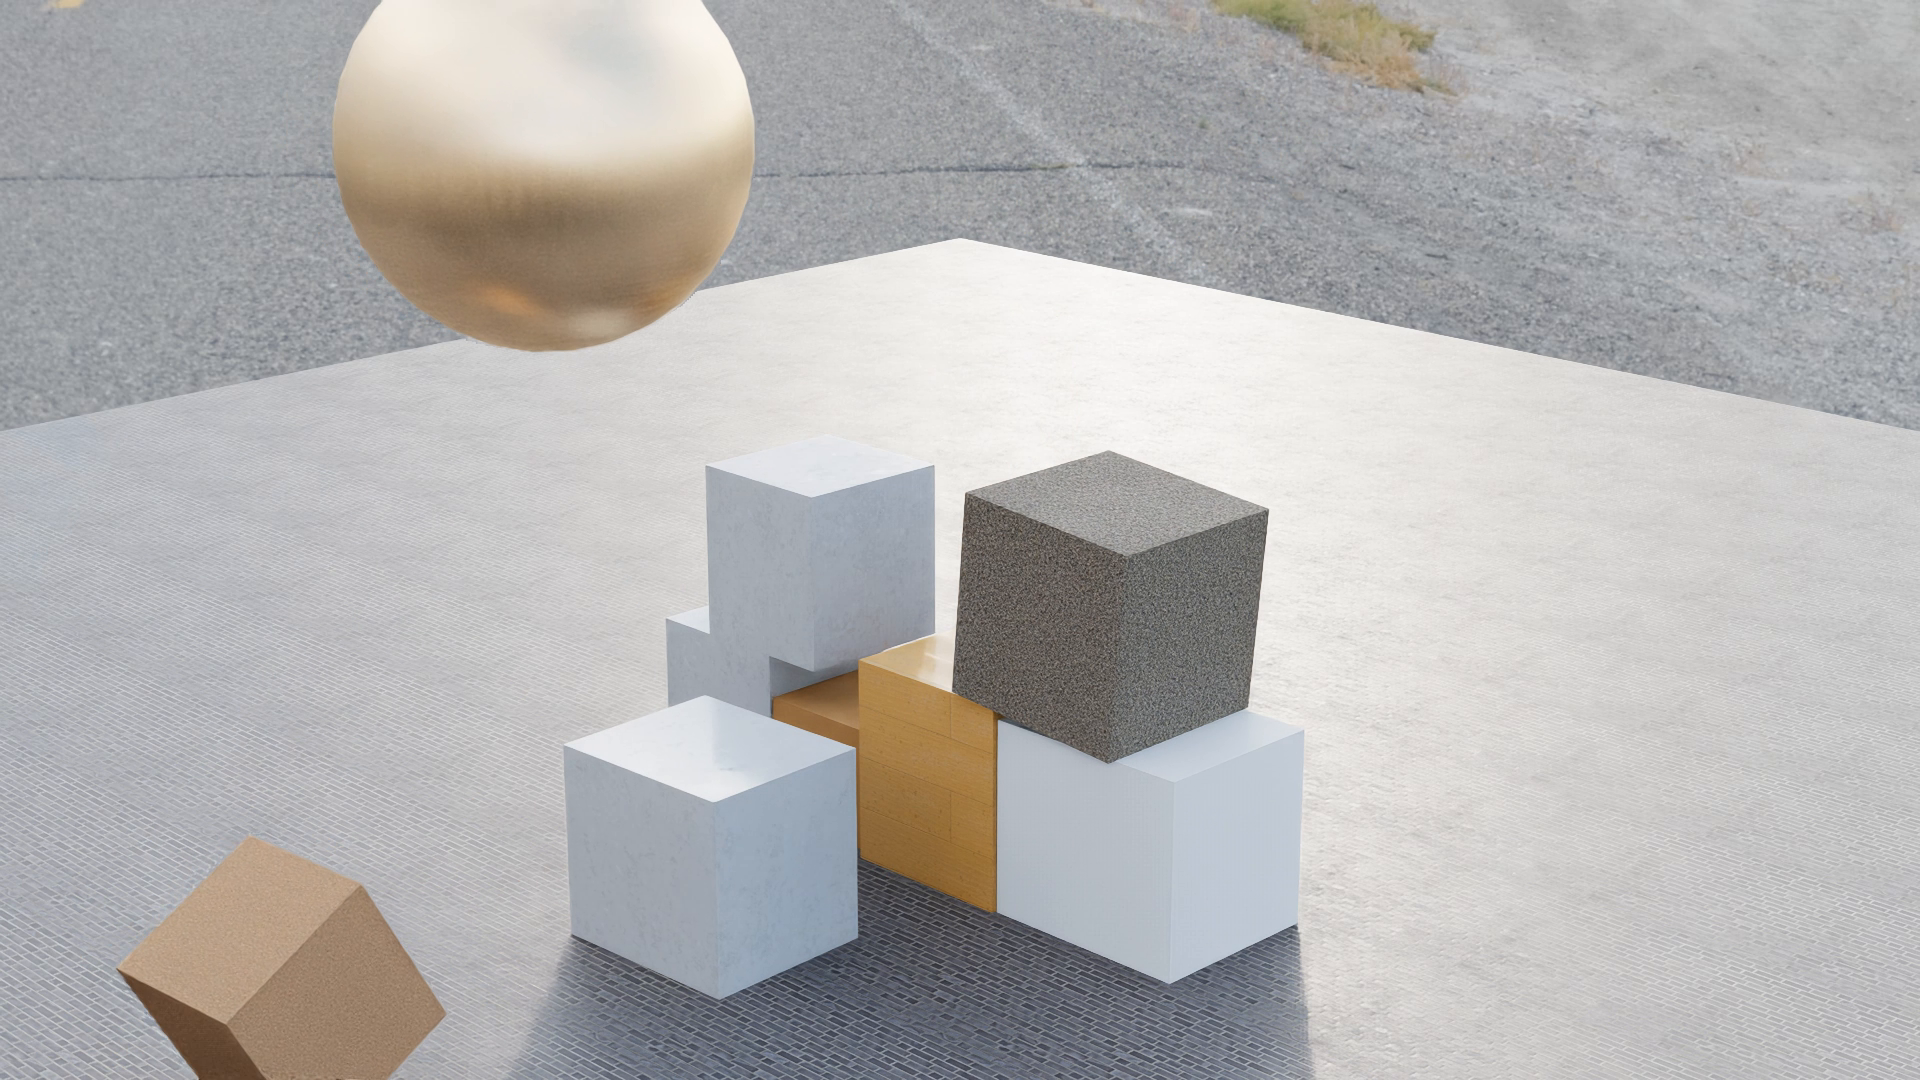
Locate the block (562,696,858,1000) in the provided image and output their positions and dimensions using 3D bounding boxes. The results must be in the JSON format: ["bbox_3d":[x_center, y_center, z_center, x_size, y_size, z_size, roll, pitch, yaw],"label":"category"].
[{"bbox_3d":[-1.075,1.308,12.700,0.953,0.889,0.824,16,23,40],"label":"block"}]

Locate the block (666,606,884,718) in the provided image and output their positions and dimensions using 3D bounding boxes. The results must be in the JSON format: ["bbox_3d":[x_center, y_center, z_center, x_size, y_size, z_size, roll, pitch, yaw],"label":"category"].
[{"bbox_3d":[-0.912,0.772,14.538,0.751,0.810,0.768,-17,24,-42],"label":"block"}]

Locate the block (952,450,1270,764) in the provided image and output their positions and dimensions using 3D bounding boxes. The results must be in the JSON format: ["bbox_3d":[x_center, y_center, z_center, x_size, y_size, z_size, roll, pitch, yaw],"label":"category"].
[{"bbox_3d":[0.647,0.267,12.744,0.925,0.937,0.929,22,28,40],"label":"block"}]

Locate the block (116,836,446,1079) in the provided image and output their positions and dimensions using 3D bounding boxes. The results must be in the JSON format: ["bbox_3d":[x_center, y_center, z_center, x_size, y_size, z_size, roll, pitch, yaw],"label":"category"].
[{"bbox_3d":[-2.577,1.722,11.179,0.695,0.763,0.717,15,51,39],"label":"block"}]

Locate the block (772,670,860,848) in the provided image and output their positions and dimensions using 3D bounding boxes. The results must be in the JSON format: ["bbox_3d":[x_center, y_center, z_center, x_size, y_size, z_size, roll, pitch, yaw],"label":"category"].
[{"bbox_3d":[-0.402,1.029,14.075,0.719,0.596,0.667,-17,24,-42],"label":"block"}]

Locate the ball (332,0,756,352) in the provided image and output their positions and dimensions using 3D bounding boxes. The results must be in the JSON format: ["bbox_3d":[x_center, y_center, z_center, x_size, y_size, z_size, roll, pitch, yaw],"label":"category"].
[{"bbox_3d":[-1.584,-1.519,11.204,1.600,1.600,1.600,0,17,0],"label":"ball"}]

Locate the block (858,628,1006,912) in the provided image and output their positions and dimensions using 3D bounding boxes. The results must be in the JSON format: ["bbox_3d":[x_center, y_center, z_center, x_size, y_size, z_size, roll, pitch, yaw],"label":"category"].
[{"bbox_3d":[0.156,1.010,13.501,0.889,0.978,0.861,-17,24,-42],"label":"block"}]

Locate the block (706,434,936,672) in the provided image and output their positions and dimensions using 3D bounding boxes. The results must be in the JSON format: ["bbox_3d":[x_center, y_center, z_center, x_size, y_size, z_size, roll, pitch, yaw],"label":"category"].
[{"bbox_3d":[-0.666,0.048,14.071,0.784,0.851,0.761,-16,24,-42],"label":"block"}]

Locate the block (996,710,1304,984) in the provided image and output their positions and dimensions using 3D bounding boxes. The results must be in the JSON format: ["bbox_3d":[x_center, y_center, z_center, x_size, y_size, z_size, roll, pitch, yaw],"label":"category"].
[{"bbox_3d":[0.828,1.239,12.876,0.859,0.916,1.019,-17,24,-42],"label":"block"}]
